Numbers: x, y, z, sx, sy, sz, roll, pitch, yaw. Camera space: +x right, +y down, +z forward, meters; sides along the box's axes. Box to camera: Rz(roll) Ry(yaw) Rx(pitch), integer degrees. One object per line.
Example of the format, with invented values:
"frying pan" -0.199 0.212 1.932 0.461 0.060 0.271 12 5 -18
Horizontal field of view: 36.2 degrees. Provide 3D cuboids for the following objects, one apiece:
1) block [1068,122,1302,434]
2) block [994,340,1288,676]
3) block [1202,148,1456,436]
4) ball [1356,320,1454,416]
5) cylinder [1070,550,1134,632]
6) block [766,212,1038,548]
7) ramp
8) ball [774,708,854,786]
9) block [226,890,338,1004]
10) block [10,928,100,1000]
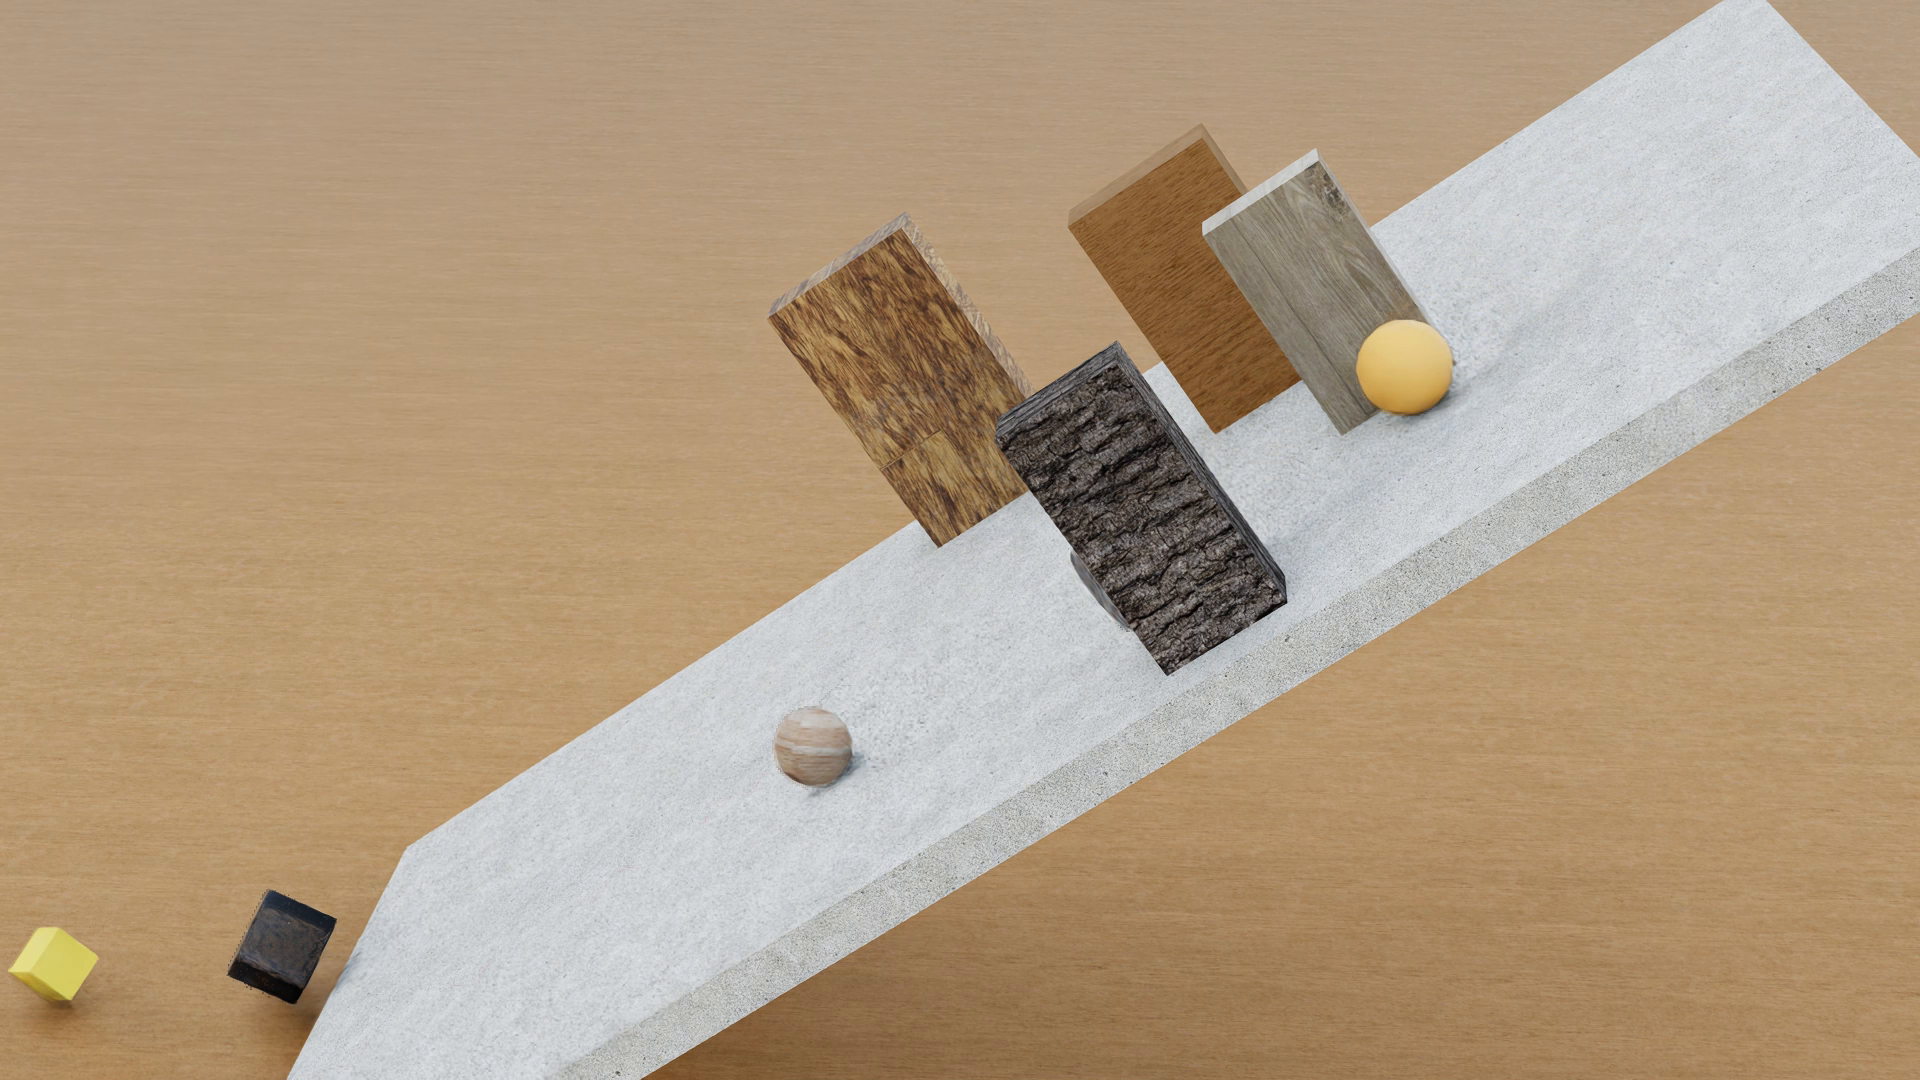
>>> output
"block" 0.534 -0.559 6.326 0.342 0.563 0.136 -33 16 15
"block" 0.330 -0.055 5.321 0.262 0.548 0.132 -33 16 15
"block" 0.729 -0.488 5.811 0.267 0.498 0.102 -33 16 15
"ball" 0.858 -0.333 5.671 0.185 0.185 0.185 0 21 0
"cylinder" 0.357 0.033 5.652 0.207 0.207 0.207 -40 35 -13
"block" -0.088 -0.372 6.906 0.386 0.687 0.146 -33 16 15
"ramp" 0.135 0.174 6.307 4.000 0.100 2.000 -33 16 15
"ball" -0.299 0.425 6.031 0.160 0.160 0.160 0 21 0
"block" -1.633 0.981 7.085 0.178 0.178 0.178 26 58 -10
"block" -2.194 1.028 7.123 0.125 0.125 0.125 -11 43 49
